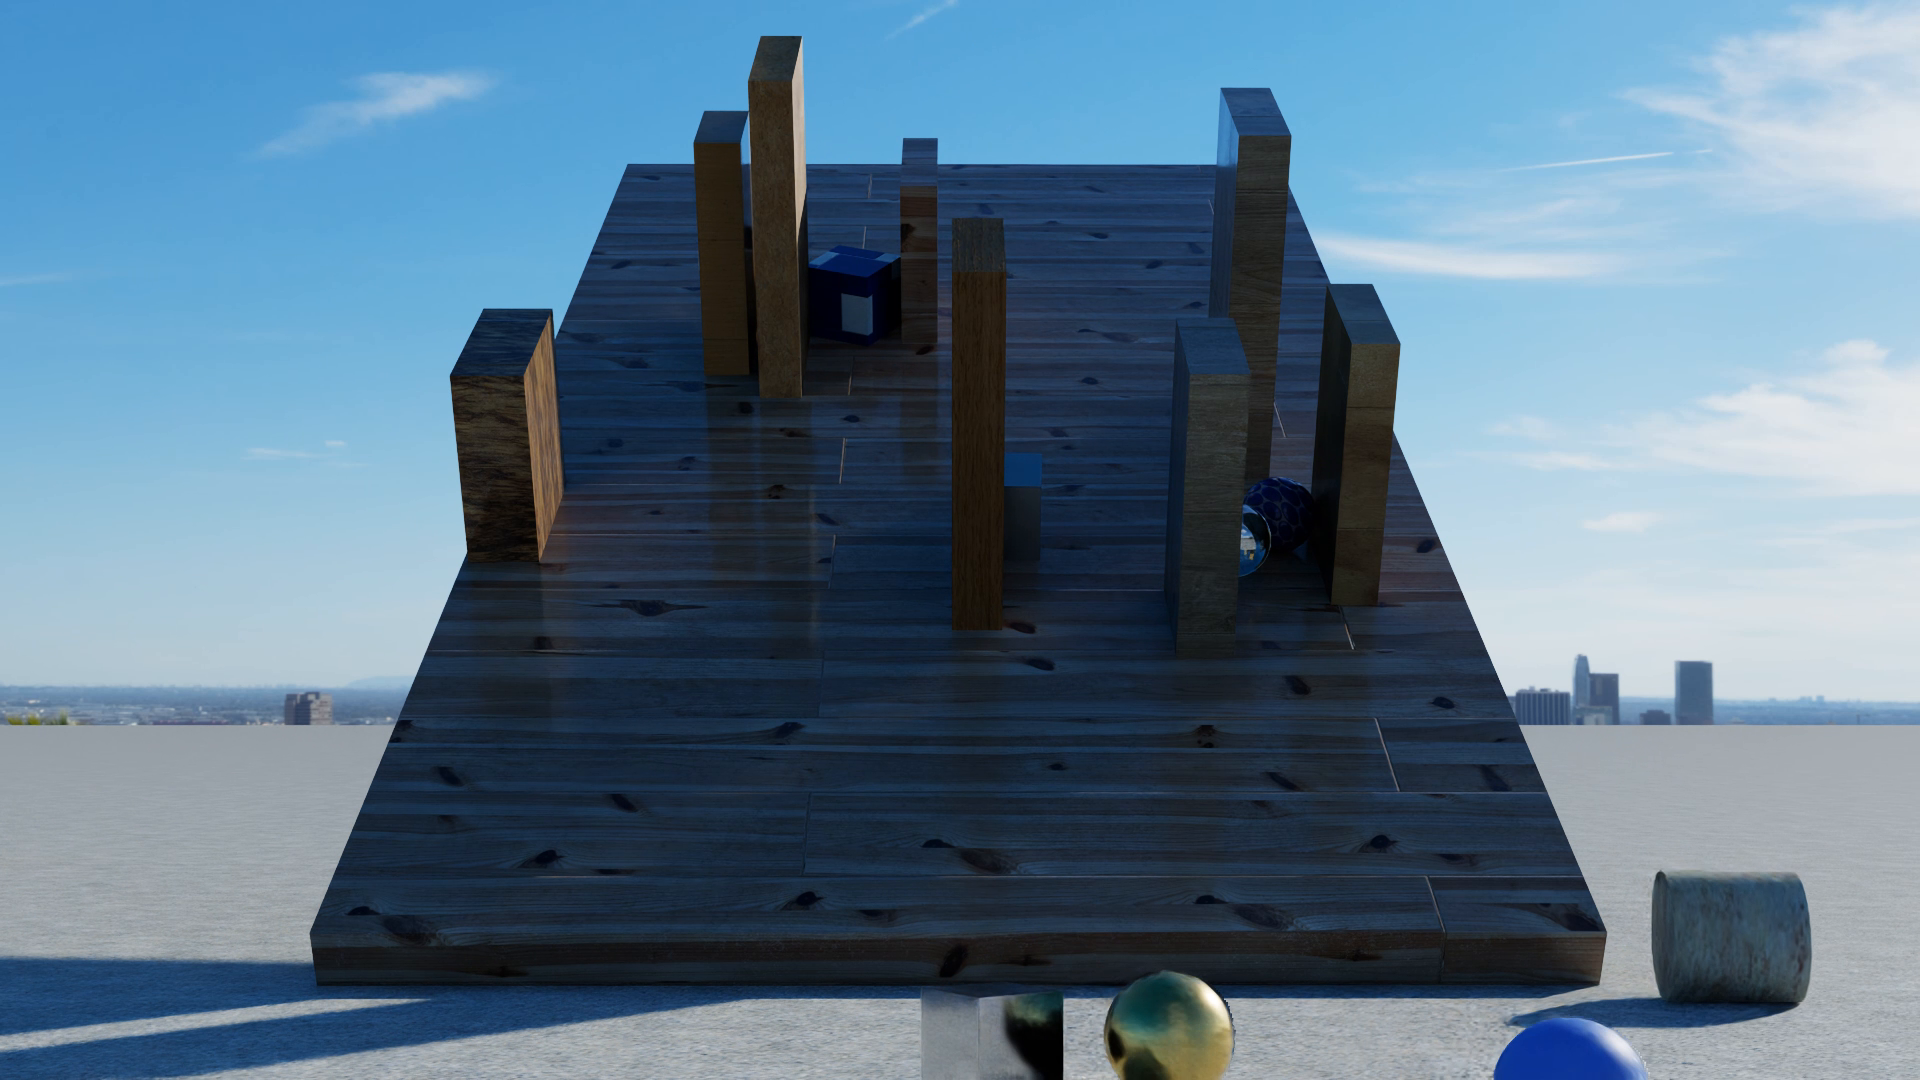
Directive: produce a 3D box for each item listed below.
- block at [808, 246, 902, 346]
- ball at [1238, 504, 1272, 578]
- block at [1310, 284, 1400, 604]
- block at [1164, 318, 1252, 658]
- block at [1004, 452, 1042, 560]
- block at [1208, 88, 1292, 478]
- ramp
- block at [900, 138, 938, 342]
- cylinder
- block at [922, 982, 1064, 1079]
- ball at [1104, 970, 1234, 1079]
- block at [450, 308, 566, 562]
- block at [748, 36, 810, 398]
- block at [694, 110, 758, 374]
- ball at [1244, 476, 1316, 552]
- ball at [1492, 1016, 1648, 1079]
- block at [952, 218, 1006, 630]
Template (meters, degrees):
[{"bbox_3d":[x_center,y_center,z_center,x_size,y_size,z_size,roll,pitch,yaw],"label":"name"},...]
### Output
[{"bbox_3d":[-0.268,-0.615,5.918,0.181,0.181,0.181,13,29,24],"label":"block"},{"bbox_3d":[0.545,0.000,4.700,0.151,0.151,0.151,0,-4,0],"label":"ball"},{"bbox_3d":[0.772,-0.191,4.642,0.091,0.546,0.327,0,26,0],"label":"block"},{"bbox_3d":[0.459,-0.098,4.420,0.108,0.573,0.282,0,26,0],"label":"block"},{"bbox_3d":[0.083,-0.070,4.825,0.165,0.165,0.165,1,26,2],"label":"block"},{"bbox_3d":[0.621,-0.560,5.142,0.108,0.770,0.366,0,26,0],"label":"block"},{"bbox_3d":[-0.010,-0.229,5.450,2.000,0.100,4.000,0,26,0],"label":"ramp"},{"bbox_3d":[-0.101,-0.763,5.969,0.089,0.404,0.409,0,26,0],"label":"block"},{"bbox_3d":[1.135,0.585,3.480,0.190,0.190,0.190,0,-4,6],"label":"cylinder"},{"bbox_3d":[0.036,0.558,2.626,0.114,0.114,0.114,3,-5,-34],"label":"block"},{"bbox_3d":[0.227,0.541,2.570,0.141,0.141,0.141,0,-4,0],"label":"ball"},{"bbox_3d":[-0.924,-0.220,4.851,0.144,0.406,0.373,0,26,0],"label":"block"},{"bbox_3d":[-0.423,-0.764,5.566,0.098,0.758,0.406,0,26,0],"label":"block"},{"bbox_3d":[-0.562,-0.716,5.677,0.108,0.574,0.269,0,26,0],"label":"block"},{"bbox_3d":[0.648,-0.052,4.802,0.155,0.155,0.155,0,-4,0],"label":"ball"},{"bbox_3d":[0.558,0.508,2.154,0.142,0.142,0.142,0,-4,0],"label":"ball"},{"bbox_3d":[0.033,-0.218,4.492,0.097,0.724,0.302,0,26,0],"label":"block"}]
